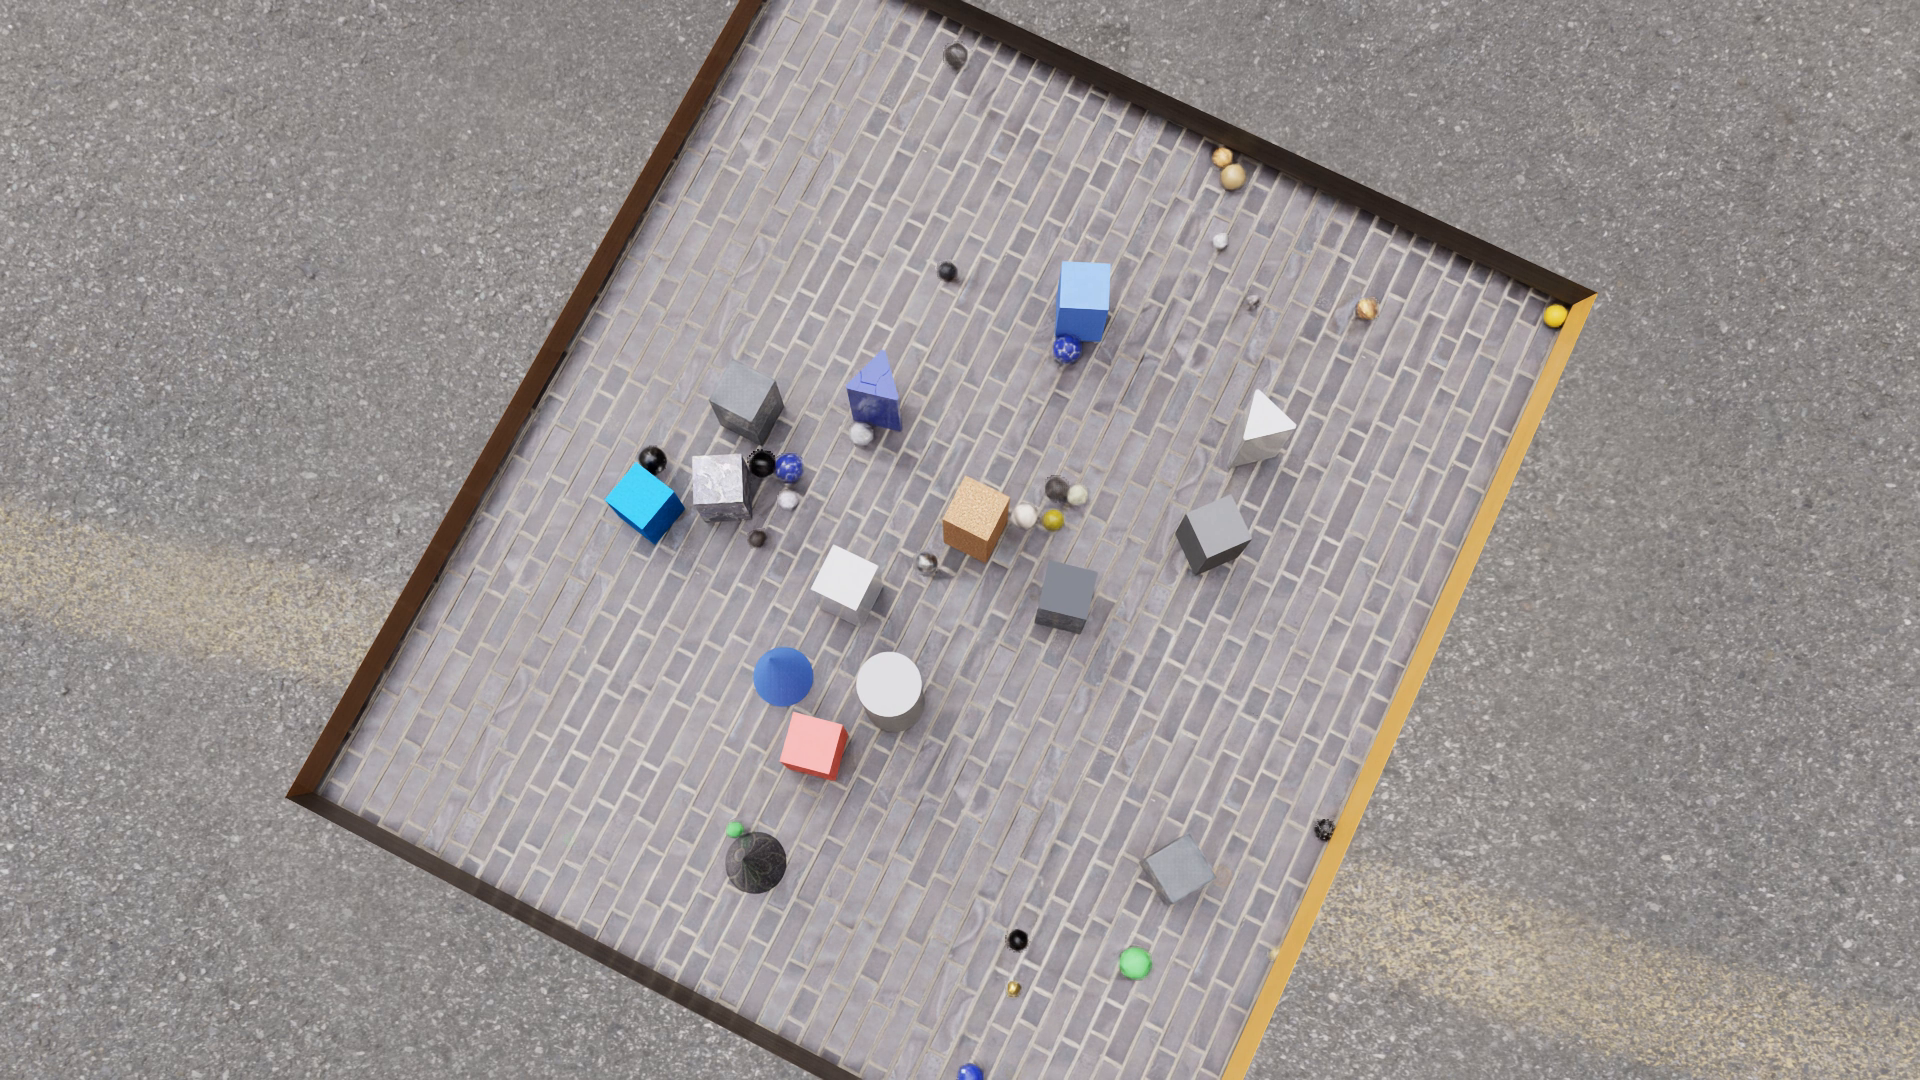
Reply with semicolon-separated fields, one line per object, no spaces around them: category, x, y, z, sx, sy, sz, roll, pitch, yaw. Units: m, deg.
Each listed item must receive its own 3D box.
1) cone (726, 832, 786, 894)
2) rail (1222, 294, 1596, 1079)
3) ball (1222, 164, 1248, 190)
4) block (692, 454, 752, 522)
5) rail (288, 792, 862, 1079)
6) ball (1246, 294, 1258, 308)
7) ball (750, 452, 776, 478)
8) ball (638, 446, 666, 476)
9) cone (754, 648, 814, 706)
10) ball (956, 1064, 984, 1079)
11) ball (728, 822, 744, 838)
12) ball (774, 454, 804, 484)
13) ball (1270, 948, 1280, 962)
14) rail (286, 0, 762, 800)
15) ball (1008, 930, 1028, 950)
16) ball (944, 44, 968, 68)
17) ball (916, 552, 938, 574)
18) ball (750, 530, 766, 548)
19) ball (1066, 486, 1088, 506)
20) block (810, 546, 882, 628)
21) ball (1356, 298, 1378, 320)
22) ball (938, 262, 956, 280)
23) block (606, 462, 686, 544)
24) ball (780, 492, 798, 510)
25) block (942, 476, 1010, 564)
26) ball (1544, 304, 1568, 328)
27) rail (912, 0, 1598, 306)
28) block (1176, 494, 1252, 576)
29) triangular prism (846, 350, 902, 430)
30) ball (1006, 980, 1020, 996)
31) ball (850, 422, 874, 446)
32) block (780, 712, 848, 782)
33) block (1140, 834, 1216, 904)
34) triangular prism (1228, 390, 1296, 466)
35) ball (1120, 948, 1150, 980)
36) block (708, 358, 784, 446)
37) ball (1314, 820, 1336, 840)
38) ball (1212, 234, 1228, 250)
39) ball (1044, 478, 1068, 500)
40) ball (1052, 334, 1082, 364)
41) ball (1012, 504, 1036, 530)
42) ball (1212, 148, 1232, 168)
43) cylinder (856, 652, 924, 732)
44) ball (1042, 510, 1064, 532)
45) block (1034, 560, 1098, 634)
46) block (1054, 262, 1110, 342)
cone;-0.604;0.920;5.254;0.182;0.337;0.182;0;78;0
rail;1.245;0.616;5.428;0.045;0.118;3.145;26;80;5
ball;0.869;-1.151;5.812;0.082;0.082;0.082;0;78;0
block;-0.714;-0.154;5.520;0.145;0.251;0.145;-3;78;-1
rail;-0.693;1.363;5.273;2.831;0.118;0.045;26;80;5
ball;0.917;-0.751;5.751;0.041;0.041;0.041;0;78;0
ball;-0.607;-0.231;5.623;0.080;0.080;0.080;0;78;0
ball;-0.943;-0.243;5.622;0.087;0.087;0.087;0;78;0
cone;-0.533;0.372;5.332;0.182;0.406;0.182;0;78;0
ball;0.029;1.542;5.258;0.077;0.077;0.077;0;78;0
ball;-0.664;0.855;5.416;0.047;0.047;0.047;0;78;0
ball;-0.524;-0.218;5.616;0.088;0.088;0.088;0;78;0
ball;0.923;1.209;5.346;0.041;0.041;0.041;0;78;0
rail;-1.245;-0.603;5.680;0.045;0.118;3.145;26;80;5
ball;0.170;1.167;5.345;0.060;0.060;0.060;0;78;0
ball;-0.011;-1.559;5.900;0.075;0.075;0.075;0;78;0
ball;-0.101;0.070;5.566;0.070;0.070;0.070;0;78;0
ball;-0.616;-0.002;5.590;0.053;0.053;0.053;0;78;0
ball;0.359;-0.136;5.612;0.063;0.063;0.063;0;78;0
block;-0.331;0.140;5.421;0.145;0.325;0.145;25;79;5
ball;1.273;-0.721;5.731;0.067;0.067;0.067;0;78;0
ball;-0.040;-0.845;5.762;0.056;0.056;0.056;0;78;0
block;-0.946;-0.108;5.519;0.145;0.233;0.145;37;81;7
ball;-0.525;-0.120;5.612;0.057;0.057;0.057;0;78;0
block;0.047;-0.058;5.456;0.145;0.337;0.145;26;80;5
ball;1.861;-0.701;5.724;0.072;0.072;0.072;0;78;0
rail;0.693;-1.350;5.834;2.831;0.118;0.045;26;80;5
block;0.755;-0.012;5.474;0.145;0.283;0.145;-23;79;-5
triangular prism;-0.240;-0.457;5.531;0.157;0.353;0.136;14;79;3
ball;0.156;1.302;5.326;0.042;0.042;0.042;0;78;0
ball;-0.302;-0.327;5.647;0.071;0.071;0.071;0;78;0
block;-0.424;0.606;5.350;0.145;0.276;0.145;14;79;3
block;0.627;0.954;5.305;0.145;0.224;0.145;-30;80;-6
triangular prism;0.887;-0.343;5.516;0.157;0.334;0.136;-14;79;-3
ball;0.508;1.228;5.316;0.091;0.091;0.091;0;78;0
block;-0.644;-0.414;5.556;0.145;0.286;0.145;27;80;5
ball;1.077;0.856;5.407;0.063;0.063;0.063;0;78;0
ball;0.821;-0.942;5.787;0.047;0.047;0.047;0;78;0
ball;0.295;-0.156;5.612;0.071;0.071;0.071;0;78;0
ball;0.332;-0.592;5.692;0.090;0.090;0.090;0;78;0
ball;0.195;-0.070;5.591;0.079;0.079;0.079;0;78;0
ball;0.834;-1.216;5.834;0.065;0.065;0.065;0;78;0
cylinder;-0.198;0.444;5.306;0.182;0.429;0.182;0;78;0
ball;0.284;-0.059;5.594;0.067;0.067;0.067;0;78;0
block;0.312;0.172;5.439;0.145;0.278;0.145;14;79;3
block;0.373;-0.727;5.610;0.145;0.307;0.145;3;78;1
